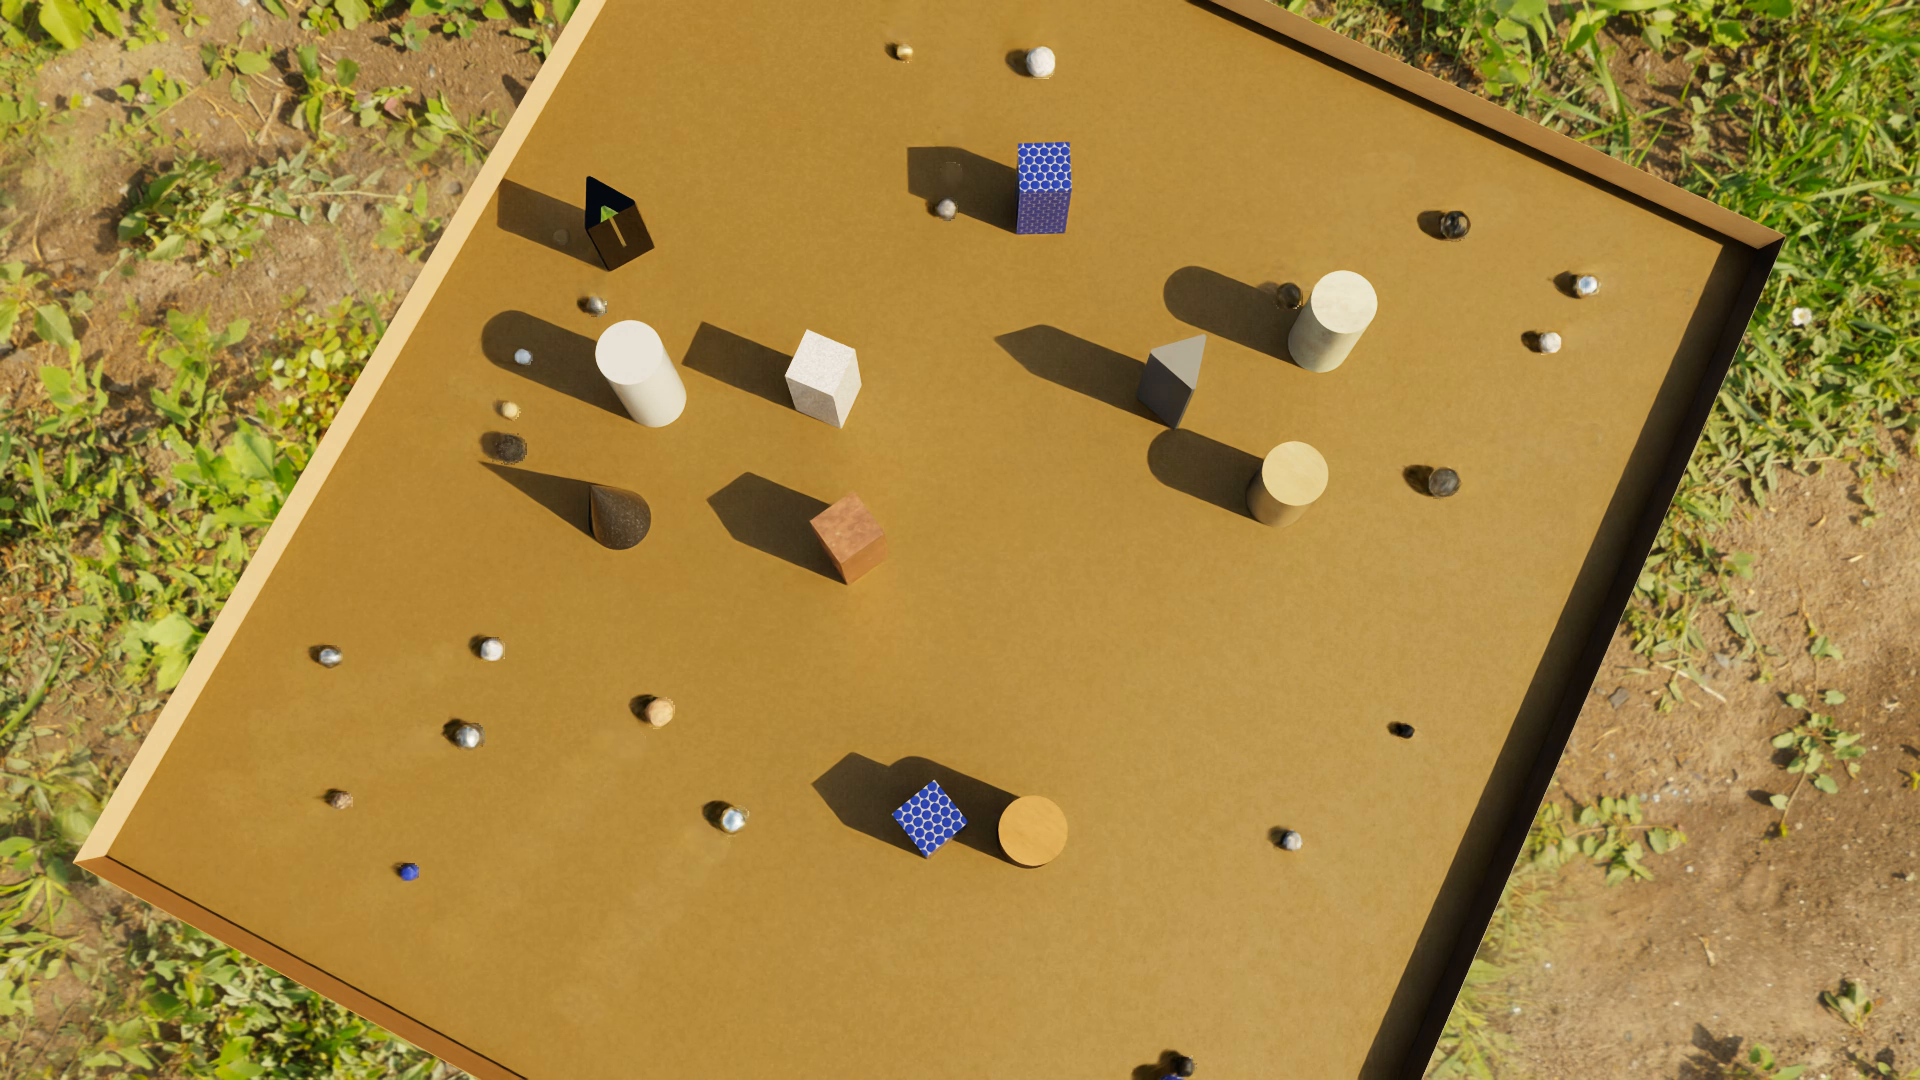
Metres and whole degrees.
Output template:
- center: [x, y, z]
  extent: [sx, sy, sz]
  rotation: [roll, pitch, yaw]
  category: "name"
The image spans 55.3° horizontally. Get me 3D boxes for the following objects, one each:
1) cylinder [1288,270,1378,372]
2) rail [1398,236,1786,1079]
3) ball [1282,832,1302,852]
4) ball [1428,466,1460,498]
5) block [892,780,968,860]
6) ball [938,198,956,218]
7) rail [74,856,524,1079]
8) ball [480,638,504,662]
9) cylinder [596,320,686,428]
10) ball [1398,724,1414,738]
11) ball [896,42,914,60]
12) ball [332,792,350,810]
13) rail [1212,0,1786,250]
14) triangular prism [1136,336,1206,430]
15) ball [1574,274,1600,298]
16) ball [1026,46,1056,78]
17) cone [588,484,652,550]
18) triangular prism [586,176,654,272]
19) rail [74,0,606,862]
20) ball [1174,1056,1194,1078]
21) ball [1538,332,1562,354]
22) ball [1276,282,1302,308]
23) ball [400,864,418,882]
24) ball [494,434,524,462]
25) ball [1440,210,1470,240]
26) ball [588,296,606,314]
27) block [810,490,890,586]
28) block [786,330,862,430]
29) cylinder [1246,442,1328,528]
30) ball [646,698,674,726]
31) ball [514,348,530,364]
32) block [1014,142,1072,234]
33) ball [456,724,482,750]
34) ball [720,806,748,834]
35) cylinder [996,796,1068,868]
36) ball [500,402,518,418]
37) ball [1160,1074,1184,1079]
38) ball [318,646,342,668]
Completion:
- center: [1.124, -0.657, 5.552]
  extent: [0.193, 0.392, 0.193]
  rotation: [0, 78, 0]
  category: "cylinder"
- center: [1.648, 0.813, 5.383]
  extent: [0.045, 0.125, 4.008]
  rotation: [26, 80, 5]
  category: "rail"
- center: [0.979, 0.888, 5.403]
  extent: [0.059, 0.059, 0.059]
  rotation: [0, 78, 0]
  category: "ball"
- center: [1.480, -0.176, 5.604]
  extent: [0.096, 0.096, 0.096]
  rotation: [0, 78, 0]
  category: "ball"
- center: [-0.085, 0.814, 5.319]
  extent: [0.155, 0.254, 0.155]
  rotation: [-39, 81, -7]
  category: "block"
- center: [-0.042, -1.050, 5.804]
  extent: [0.059, 0.059, 0.059]
  rotation: [0, 78, 0]
  category: "ball"
- center: [-0.886, 1.741, 5.191]
  extent: [3.731, 0.125, 0.045]
  rotation: [26, 80, 5]
  category: "rail"
- center: [-1.409, 0.331, 5.513]
  extent: [0.069, 0.069, 0.069]
  rotation: [0, 78, 0]
  category: "ball"
- center: [-0.949, -0.491, 5.481]
  extent: [0.193, 0.464, 0.193]
  rotation: [0, 78, 0]
  category: "cylinder"
- center: [1.334, 0.571, 5.476]
  extent: [0.044, 0.044, 0.044]
  rotation: [0, 78, 0]
  category: "ball"
- center: [-0.178, -1.579, 5.915]
  extent: [0.056, 0.056, 0.056]
  rotation: [0, 78, 0]
  category: "ball"
- center: [-1.834, 0.775, 5.429]
  extent: [0.053, 0.053, 0.053]
  rotation: [0, 78, 0]
  category: "ball"
- center: [0.886, -1.728, 5.909]
  extent: [3.731, 0.125, 0.045]
  rotation: [26, 80, 5]
  category: "rail"
- center: [0.659, -0.494, 5.491]
  extent: [0.167, 0.446, 0.145]
  rotation: [43, 81, 8]
  category: "triangular prism"
- center: [1.964, -0.797, 5.742]
  extent: [0.078, 0.078, 0.078]
  rotation: [0, 78, 0]
  category: "ball"
- center: [0.259, -1.536, 5.885]
  extent: [0.097, 0.097, 0.097]
  rotation: [0, 78, 0]
  category: "ball"
- center: [-1.045, -0.110, 5.404]
  extent: [0.193, 0.461, 0.193]
  rotation: [0, 78, 0]
  category: "cone"
- center: [-1.074, -0.988, 5.636]
  extent: [0.167, 0.363, 0.145]
  rotation: [-30, 80, -6]
  category: "triangular prism"
- center: [-1.648, -0.800, 5.717]
  extent: [0.045, 0.125, 4.008]
  rotation: [26, 80, 5]
  category: "rail"
- center: [0.645, 1.515, 5.272]
  extent: [0.060, 0.060, 0.060]
  rotation: [0, 78, 0]
  category: "ball"
- center: [1.838, -0.615, 5.709]
  extent: [0.068, 0.068, 0.068]
  rotation: [0, 78, 0]
  category: "ball"
- center: [1.027, -0.764, 5.733]
  extent: [0.082, 0.082, 0.082]
  rotation: [0, 78, 0]
  category: "ball"
- center: [-1.620, 0.980, 5.389]
  extent: [0.048, 0.048, 0.048]
  rotation: [0, 78, 0]
  category: "ball"
- center: [-1.384, -0.282, 5.629]
  extent: [0.089, 0.089, 0.089]
  rotation: [0, 78, 0]
  category: "ball"
- center: [1.560, -0.993, 5.775]
  extent: [0.092, 0.092, 0.092]
  rotation: [0, 78, 0]
  category: "ball"
- center: [-1.139, -0.735, 5.740]
  extent: [0.056, 0.056, 0.056]
  rotation: [0, 78, 0]
  category: "ball"
- center: [-0.324, -0.002, 5.436]
  extent: [0.155, 0.355, 0.155]
  rotation: [-35, 80, -7]
  category: "block"
- center: [-0.408, -0.480, 5.528]
  extent: [0.155, 0.367, 0.155]
  rotation: [23, 79, 5]
  category: "block"
- center: [0.978, -0.163, 5.494]
  extent: [0.193, 0.306, 0.193]
  rotation: [0, 78, 0]
  category: "cylinder"
- center: [-0.897, 0.515, 5.468]
  extent: [0.083, 0.083, 0.083]
  rotation: [0, 78, 0]
  category: "ball"
- center: [-1.364, -0.571, 5.710]
  extent: [0.048, 0.048, 0.048]
  rotation: [0, 78, 0]
  category: "ball"
- center: [0.254, -1.083, 5.662]
  extent: [0.155, 0.349, 0.155]
  rotation: [-2, 78, 0]
  category: "block"
- center: [-1.461, 0.587, 5.455]
  extent: [0.079, 0.079, 0.079]
  rotation: [0, 78, 0]
  category: "ball"
- center: [-0.667, 0.828, 5.403]
  extent: [0.082, 0.082, 0.082]
  rotation: [0, 78, 0]
  category: "ball"
- center: [0.203, 0.843, 5.266]
  extent: [0.193, 0.346, 0.193]
  rotation: [0, 78, 0]
  category: "cylinder"
- center: [-1.395, -0.403, 5.674]
  extent: [0.051, 0.051, 0.051]
  rotation: [0, 78, 0]
  category: "ball"
- center: [0.607, 1.576, 5.242]
  extent: [0.096, 0.096, 0.096]
  rotation: [0, 78, 0]
  category: "ball"
- center: [-1.895, 0.353, 5.510]
  extent: [0.065, 0.065, 0.065]
  rotation: [0, 78, 0]
  category: "ball"
